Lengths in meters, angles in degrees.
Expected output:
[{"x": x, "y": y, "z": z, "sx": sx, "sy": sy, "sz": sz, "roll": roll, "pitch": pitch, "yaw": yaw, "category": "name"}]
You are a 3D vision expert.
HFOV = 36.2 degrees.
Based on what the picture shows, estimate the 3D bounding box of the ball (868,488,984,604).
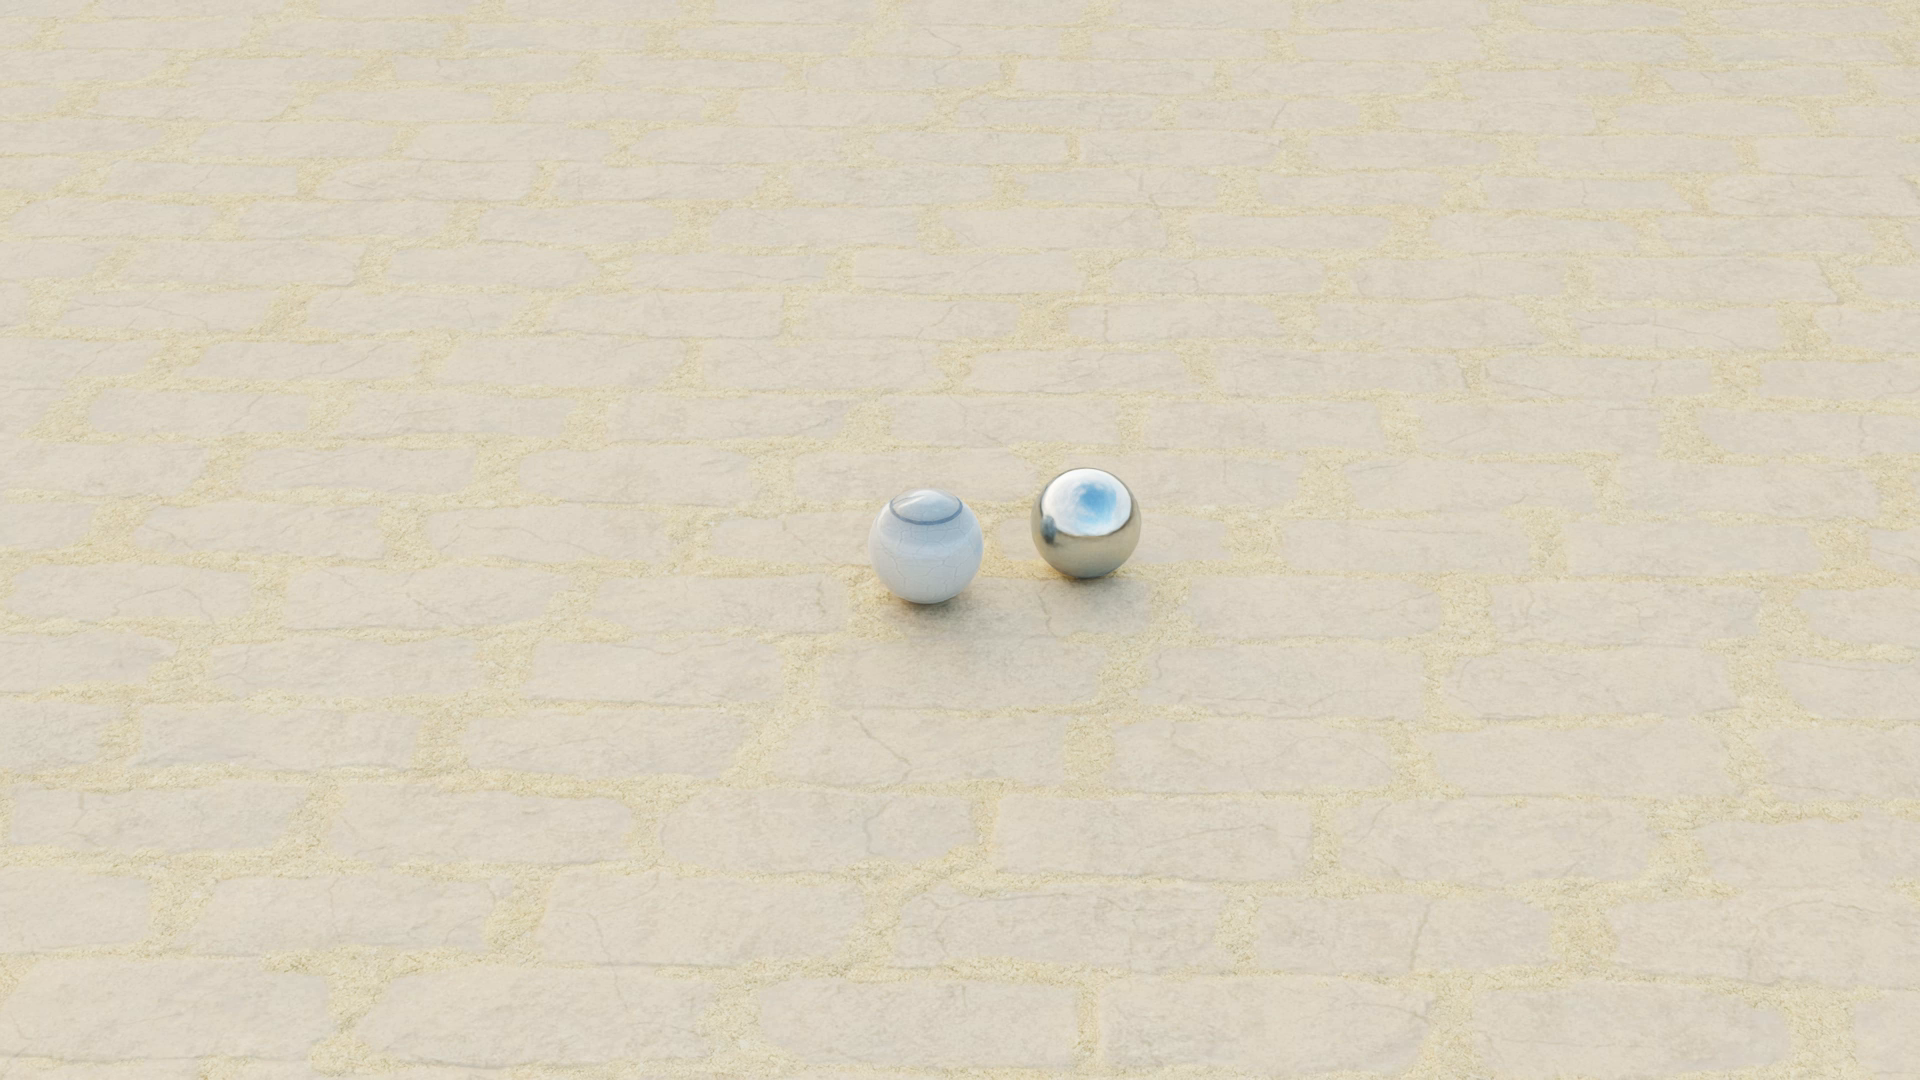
[{"x": -0.019, "y": 0.003, "z": 1.629, "sx": 0.064, "sy": 0.064, "sz": 0.064, "roll": 0, "pitch": 31, "yaw": 0, "category": "ball"}]

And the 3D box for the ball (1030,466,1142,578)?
[{"x": 0.071, "y": -0.010, "z": 1.653, "sx": 0.063, "sy": 0.063, "sz": 0.063, "roll": 0, "pitch": 31, "yaw": 0, "category": "ball"}]
